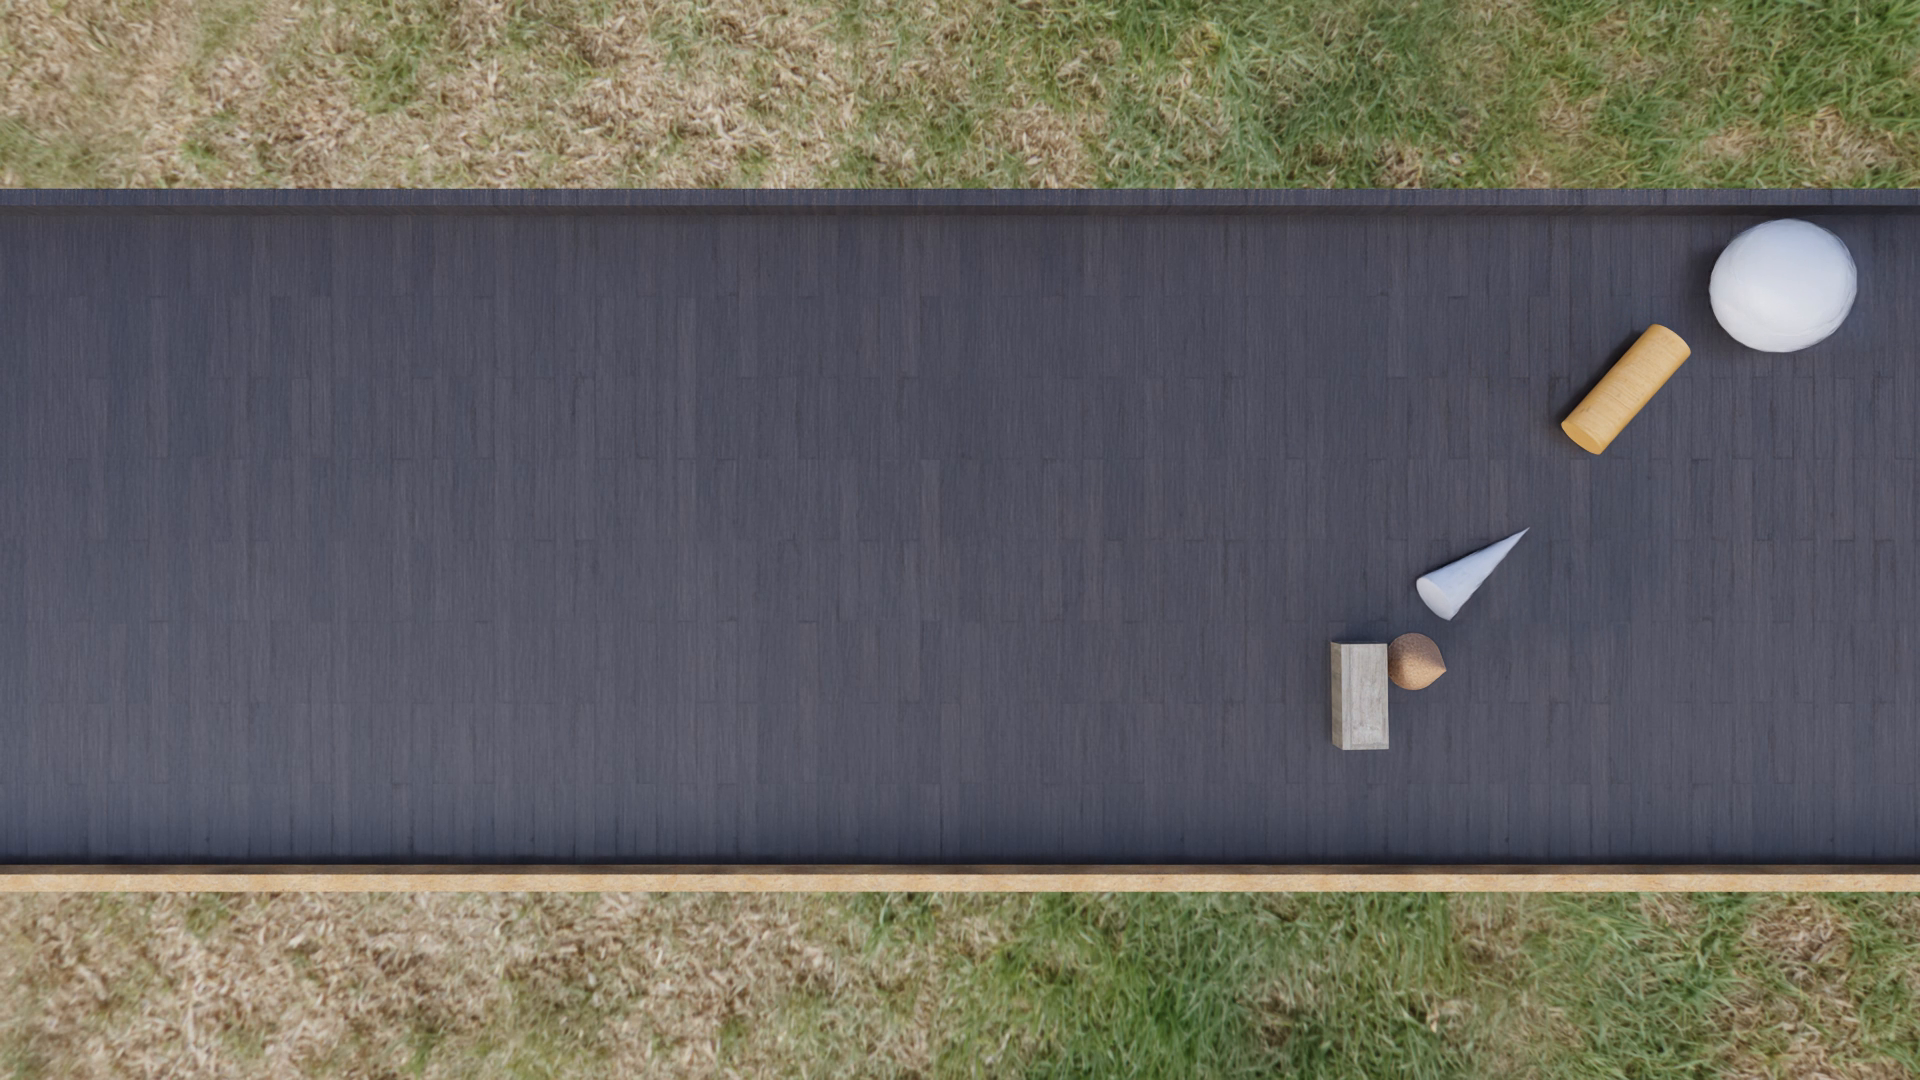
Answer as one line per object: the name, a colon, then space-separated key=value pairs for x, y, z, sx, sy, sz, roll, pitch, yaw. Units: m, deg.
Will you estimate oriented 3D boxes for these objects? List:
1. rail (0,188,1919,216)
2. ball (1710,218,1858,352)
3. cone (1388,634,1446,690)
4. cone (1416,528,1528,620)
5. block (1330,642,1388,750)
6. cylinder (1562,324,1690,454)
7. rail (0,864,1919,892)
rail: x=-2.247 y=-1.025 z=5.002 sx=12.000 sy=0.150 sz=0.050 roll=0 pitch=90 yaw=0
ball: x=2.433 y=-0.751 z=4.880 sx=0.393 sy=0.393 sz=0.393 roll=0 pitch=90 yaw=0
cone: x=1.395 y=0.374 z=4.902 sx=0.175 sy=0.348 sz=0.175 roll=0 pitch=90 yaw=0
cone: x=1.596 y=0.070 z=5.038 sx=0.389 sy=0.155 sz=0.155 roll=-35 pitch=90 yaw=-11
block: x=1.213 y=0.470 z=5.008 sx=0.137 sy=0.137 sz=0.315 roll=-1 pitch=90 yaw=0
cylinder: x=2.019 y=-0.457 z=5.002 sx=0.147 sy=0.147 sz=0.400 roll=42 pitch=90 yaw=0
rail: x=-2.247 y=1.025 z=5.001 sx=12.000 sy=0.150 sz=0.050 roll=0 pitch=90 yaw=0
